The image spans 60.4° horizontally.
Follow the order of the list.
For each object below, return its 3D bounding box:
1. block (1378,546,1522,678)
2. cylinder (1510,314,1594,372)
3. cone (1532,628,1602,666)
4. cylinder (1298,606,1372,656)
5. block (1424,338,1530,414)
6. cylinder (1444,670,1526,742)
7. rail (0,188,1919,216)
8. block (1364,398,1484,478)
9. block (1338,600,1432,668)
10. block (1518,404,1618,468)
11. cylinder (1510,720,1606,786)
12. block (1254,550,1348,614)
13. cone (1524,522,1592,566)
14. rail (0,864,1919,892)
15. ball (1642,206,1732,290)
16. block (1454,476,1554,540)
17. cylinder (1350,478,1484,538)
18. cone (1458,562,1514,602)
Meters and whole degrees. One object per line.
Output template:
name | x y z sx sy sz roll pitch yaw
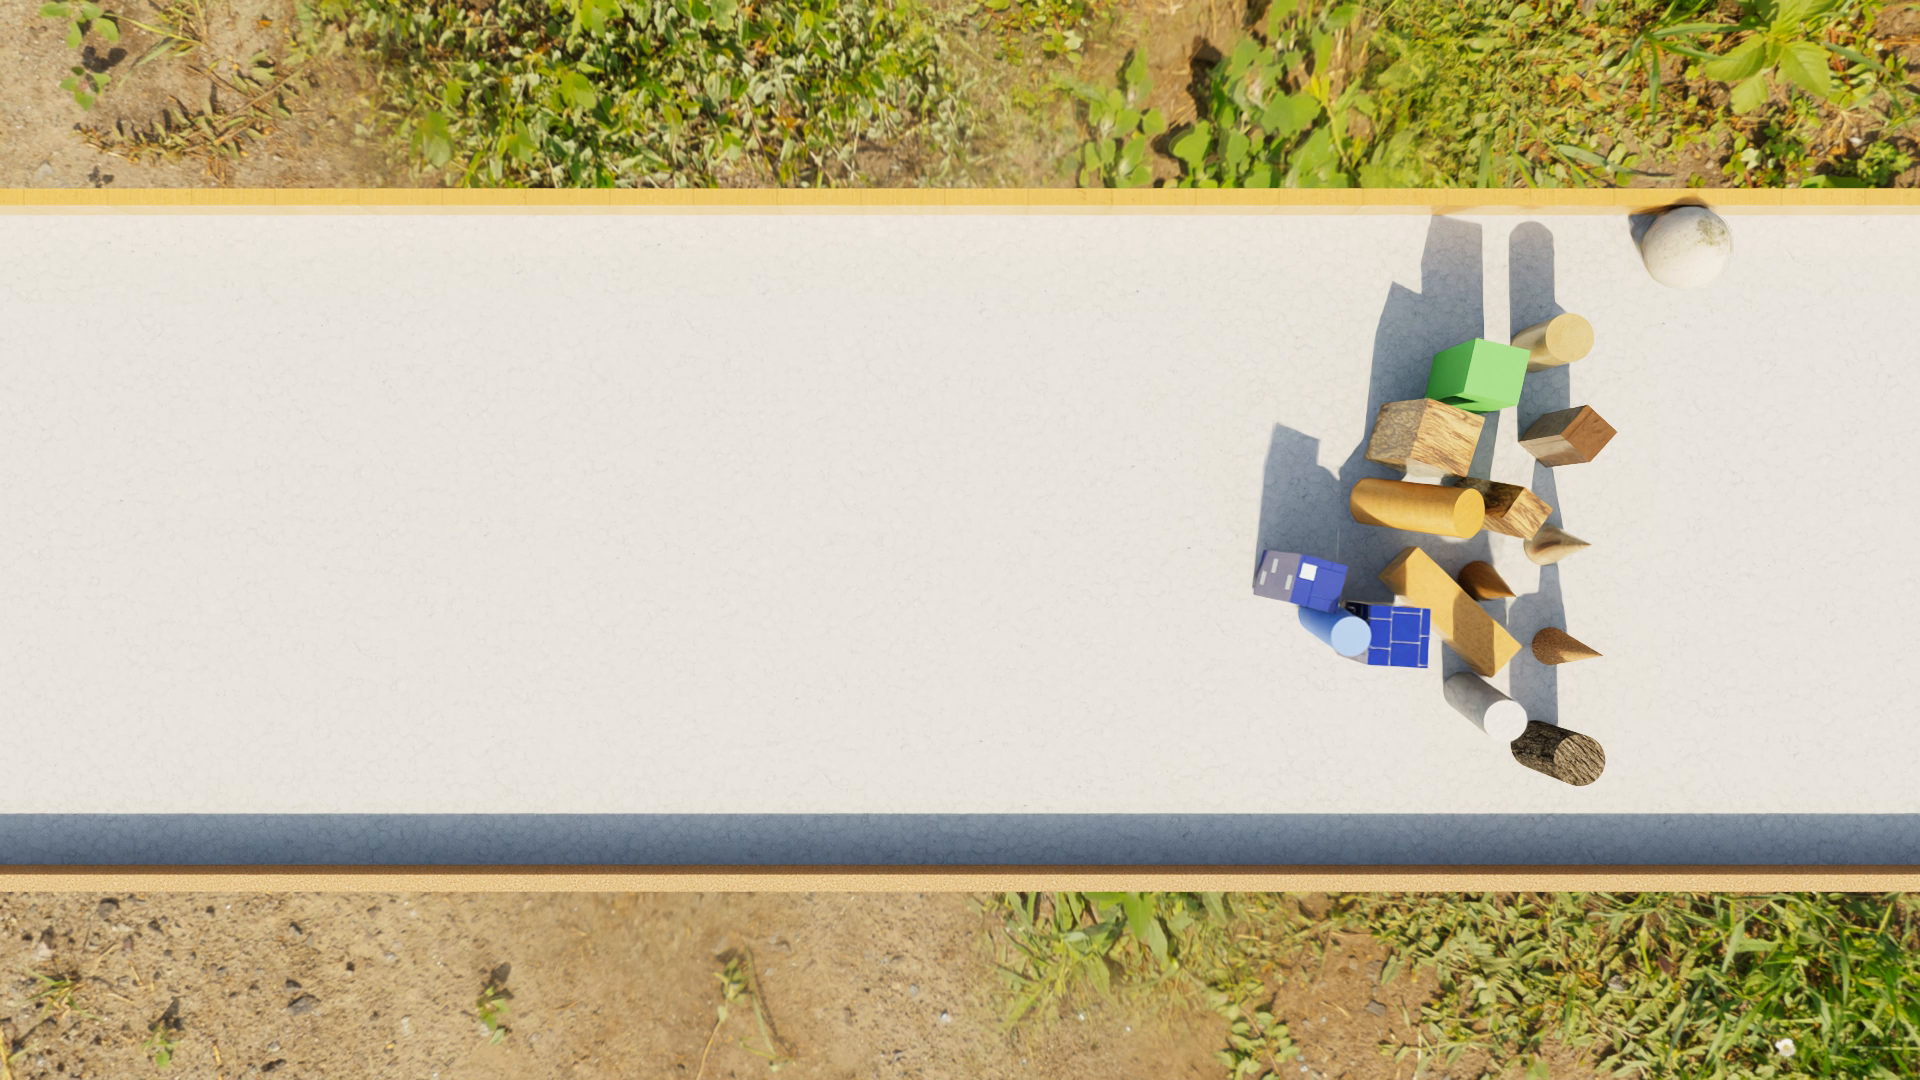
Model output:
block | 1.485 0.217 5.011 0.432 0.130 0.130 44 90 0
cylinder | 1.764 -0.586 4.923 0.141 0.306 0.141 0 90 0
cone | 1.819 0.327 4.866 0.116 0.420 0.116 0 90 0
cylinder | 1.101 0.250 4.866 0.114 0.410 0.114 0 96 -1
block | 1.521 -0.477 4.873 0.158 0.407 0.158 13 90 0
cylinder | 1.545 0.487 4.867 0.122 0.407 0.122 0 97 1
rail | -2.247 -1.025 5.002 12.000 0.150 0.050 0 90 0
block | 1.373 -0.299 4.892 0.179 0.347 0.179 18 90 -8
block | 1.250 0.275 4.884 0.171 0.385 0.171 3 90 0
block | 1.798 -0.305 4.895 0.117 0.363 0.117 42 90 0
cylinder | 1.769 0.629 4.892 0.149 0.369 0.149 0 90 0
block | 1.004 0.121 4.888 0.142 0.363 0.142 14 90 -7
cone | 1.800 0.014 4.885 0.133 0.383 0.133 0 90 0
rail | -2.247 1.025 5.001 12.000 0.150 0.050 0 90 0
ball | 2.181 -0.876 4.952 0.249 0.249 0.249 0 90 0
block | 1.579 -0.098 4.872 0.110 0.394 0.110 36 90 -12
cylinder | 1.349 -0.098 4.882 0.144 0.378 0.144 -6 100 -36
cone | 1.587 0.143 4.882 0.124 0.378 0.124 0 95 2
